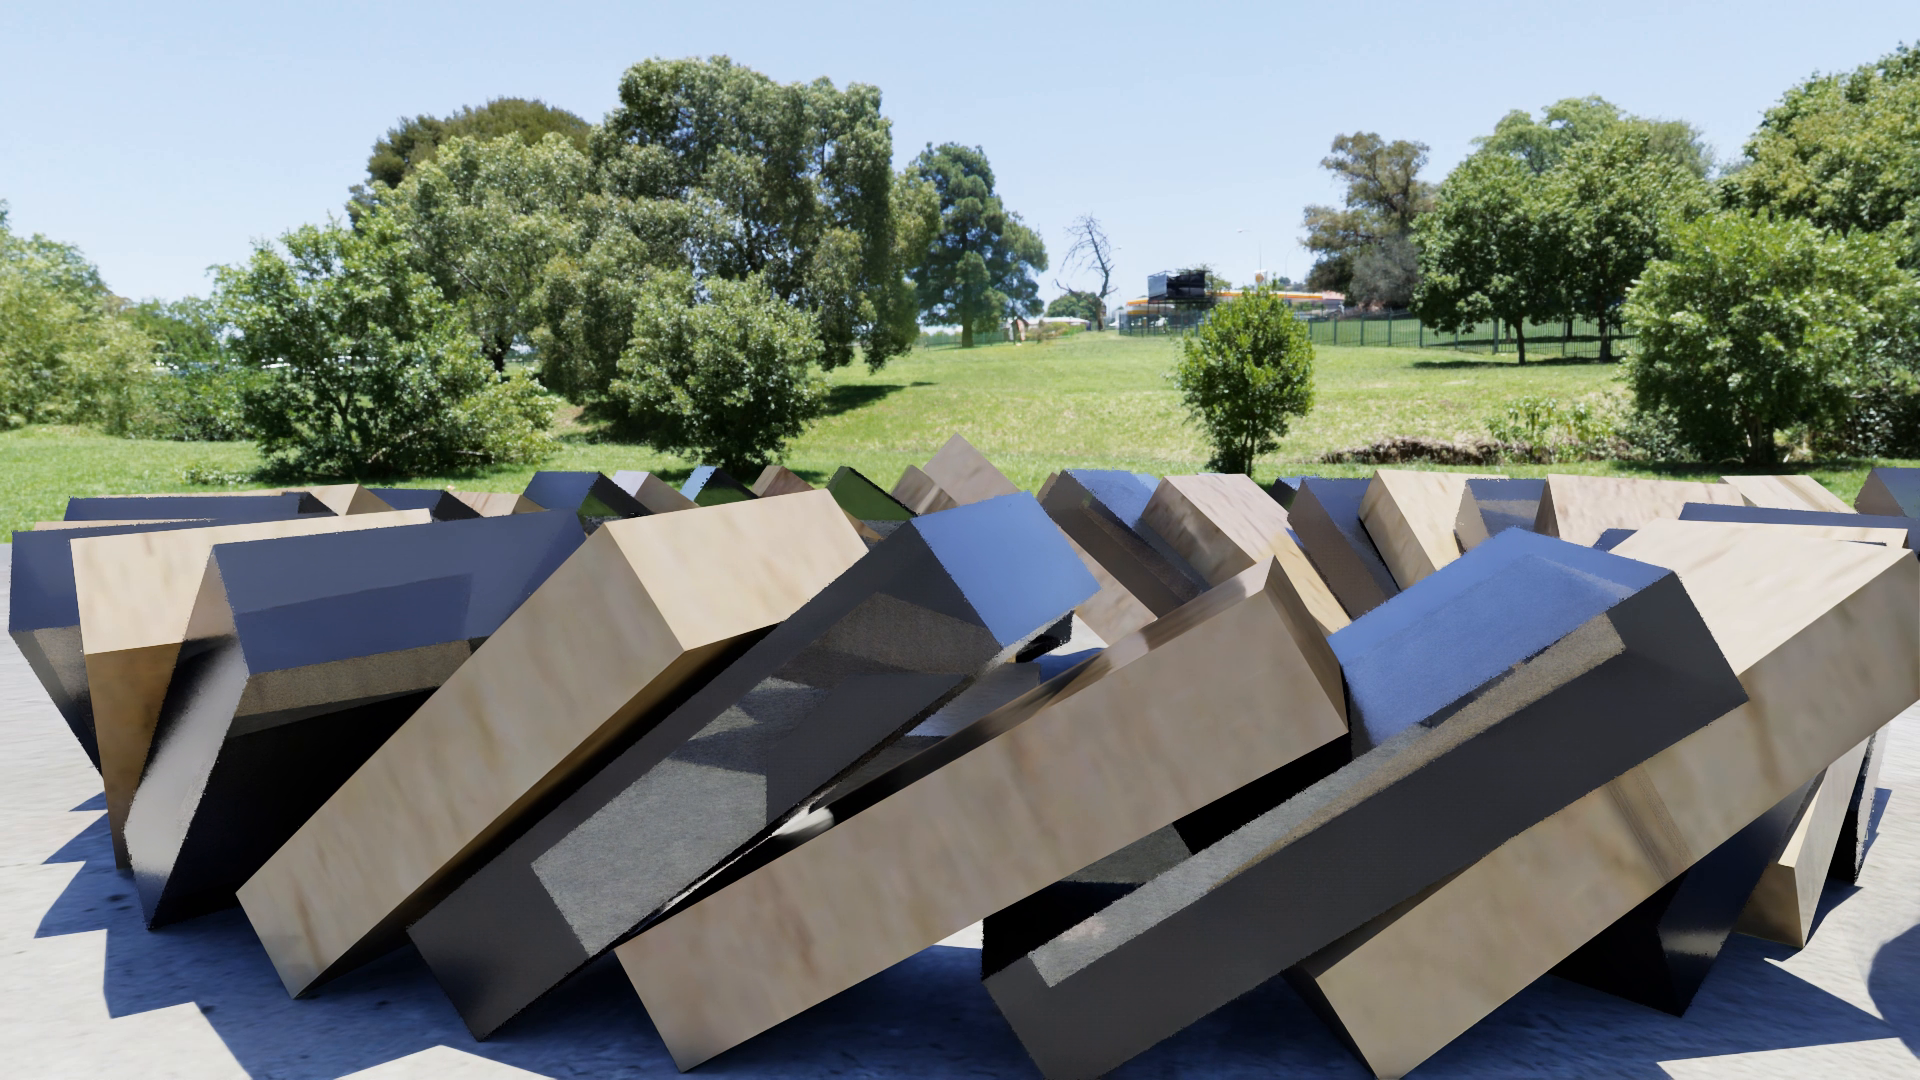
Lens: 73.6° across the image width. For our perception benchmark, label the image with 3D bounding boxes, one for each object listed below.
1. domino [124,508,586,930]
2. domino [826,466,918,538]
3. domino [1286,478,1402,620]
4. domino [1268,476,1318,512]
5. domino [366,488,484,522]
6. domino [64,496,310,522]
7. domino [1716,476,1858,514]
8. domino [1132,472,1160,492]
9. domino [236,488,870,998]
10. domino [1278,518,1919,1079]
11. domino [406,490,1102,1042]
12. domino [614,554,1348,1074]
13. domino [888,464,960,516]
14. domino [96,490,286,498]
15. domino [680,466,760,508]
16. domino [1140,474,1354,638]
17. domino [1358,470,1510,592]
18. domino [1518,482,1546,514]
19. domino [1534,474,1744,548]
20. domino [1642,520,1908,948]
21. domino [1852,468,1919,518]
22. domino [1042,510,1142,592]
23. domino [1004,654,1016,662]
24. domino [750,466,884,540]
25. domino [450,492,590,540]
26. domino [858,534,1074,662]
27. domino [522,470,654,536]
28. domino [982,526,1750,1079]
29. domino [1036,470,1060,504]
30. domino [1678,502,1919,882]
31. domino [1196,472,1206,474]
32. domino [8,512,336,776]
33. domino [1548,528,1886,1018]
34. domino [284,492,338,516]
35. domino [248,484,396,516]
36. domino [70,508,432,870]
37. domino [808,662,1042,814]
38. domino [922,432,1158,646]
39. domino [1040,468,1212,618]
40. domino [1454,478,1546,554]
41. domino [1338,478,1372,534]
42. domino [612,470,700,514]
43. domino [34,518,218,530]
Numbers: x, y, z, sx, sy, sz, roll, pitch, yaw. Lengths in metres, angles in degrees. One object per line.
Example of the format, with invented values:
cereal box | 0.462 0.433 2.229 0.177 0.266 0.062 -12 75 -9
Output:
domino | -0.050 0.016 0.106 0.025 0.010 0.050 -9 -25 -43
domino | -0.011 0.000 0.323 0.050 0.009 0.025 36 -3 -11
domino | 0.079 0.008 0.221 0.025 0.010 0.050 -1 39 -15
domino | 0.101 0.002 0.318 0.050 0.009 0.025 39 25 28
domino | -0.091 0.007 0.247 0.025 0.009 0.050 2 -27 30
domino | -0.094 0.012 0.170 0.025 0.009 0.050 -1 -30 -10
domino | 0.173 0.006 0.250 0.025 0.010 0.050 -2 39 -20
domino | 0.064 0.000 0.332 0.050 0.009 0.025 35 15 15
domino | -0.031 0.016 0.099 0.050 0.010 0.025 -39 -11 26
domino | 0.044 0.017 0.098 0.050 0.009 0.025 -34 10 -4
domino | -0.015 0.016 0.095 0.050 0.009 0.025 -39 -7 19
domino | 0.003 0.019 0.093 0.050 0.009 0.025 -31 -4 15
domino | 0.005 -0.001 0.328 0.050 0.009 0.025 35 -1 -6
domino | -0.100 0.010 0.188 0.025 0.010 0.050 -1 -30 2
domino | -0.043 0.001 0.310 0.050 0.009 0.025 37 -10 -20
domino | 0.059 0.007 0.233 0.025 0.009 0.050 -4 41 -42
domino | 0.086 0.008 0.206 0.025 0.009 0.050 2 40 -10
domino | 0.147 0.005 0.282 0.025 0.009 0.050 -3 36 -37
domino | 0.093 0.011 0.169 0.025 0.009 0.050 4 41 13
domino | 0.076 0.016 0.129 0.025 0.010 0.050 4 37 45
domino | 0.186 0.006 0.230 0.025 0.009 0.050 0 42 6
domino | 0.022 -0.001 0.331 0.050 0.010 0.025 35 1 -2
domino | -0.015 0.014 0.199 0.025 0.009 0.050 -7 -18 33
domino | -0.028 0.000 0.317 0.050 0.010 0.025 36 -7 -15
domino | -0.081 0.006 0.267 0.025 0.009 0.050 3 -24 38
domino | -0.008 0.011 0.224 0.050 0.009 0.025 14 -22 -18
domino | -0.070 0.003 0.282 0.025 0.009 0.050 4 -30 42
domino | 0.025 0.018 0.093 0.050 0.009 0.025 -32 5 5
domino | 0.043 0.000 0.332 0.050 0.009 0.025 34 8 4
domino | 0.090 0.014 0.145 0.025 0.009 0.050 7 39 40
domino | 0.082 0.000 0.327 0.050 0.009 0.025 37 18 22
domino | -0.077 0.014 0.134 0.025 0.010 0.050 -5 -27 -25
domino | 0.061 0.017 0.115 0.050 0.010 0.025 -39 25 -29
domino | -0.102 0.009 0.209 0.025 0.010 0.050 0 -29 16
domino | -0.099 0.007 0.227 0.025 0.009 0.050 -2 -29 23
domino | -0.065 0.015 0.118 0.025 0.010 0.050 -7 -26 -34
domino | -0.003 0.025 0.171 0.025 0.010 0.050 0 4 5
domino | 0.016 0.002 0.243 0.050 0.009 0.025 44 2 14
domino | 0.041 0.006 0.242 0.050 0.009 0.025 44 26 26
domino | 0.091 0.010 0.185 0.025 0.009 0.050 0 40 4
domino | 0.118 0.003 0.307 0.025 0.009 0.050 -5 37 -47
domino | -0.058 0.002 0.299 0.050 0.010 0.025 37 -15 -27
domino | -0.087 0.014 0.153 0.025 0.009 0.050 -1 -28 -17
